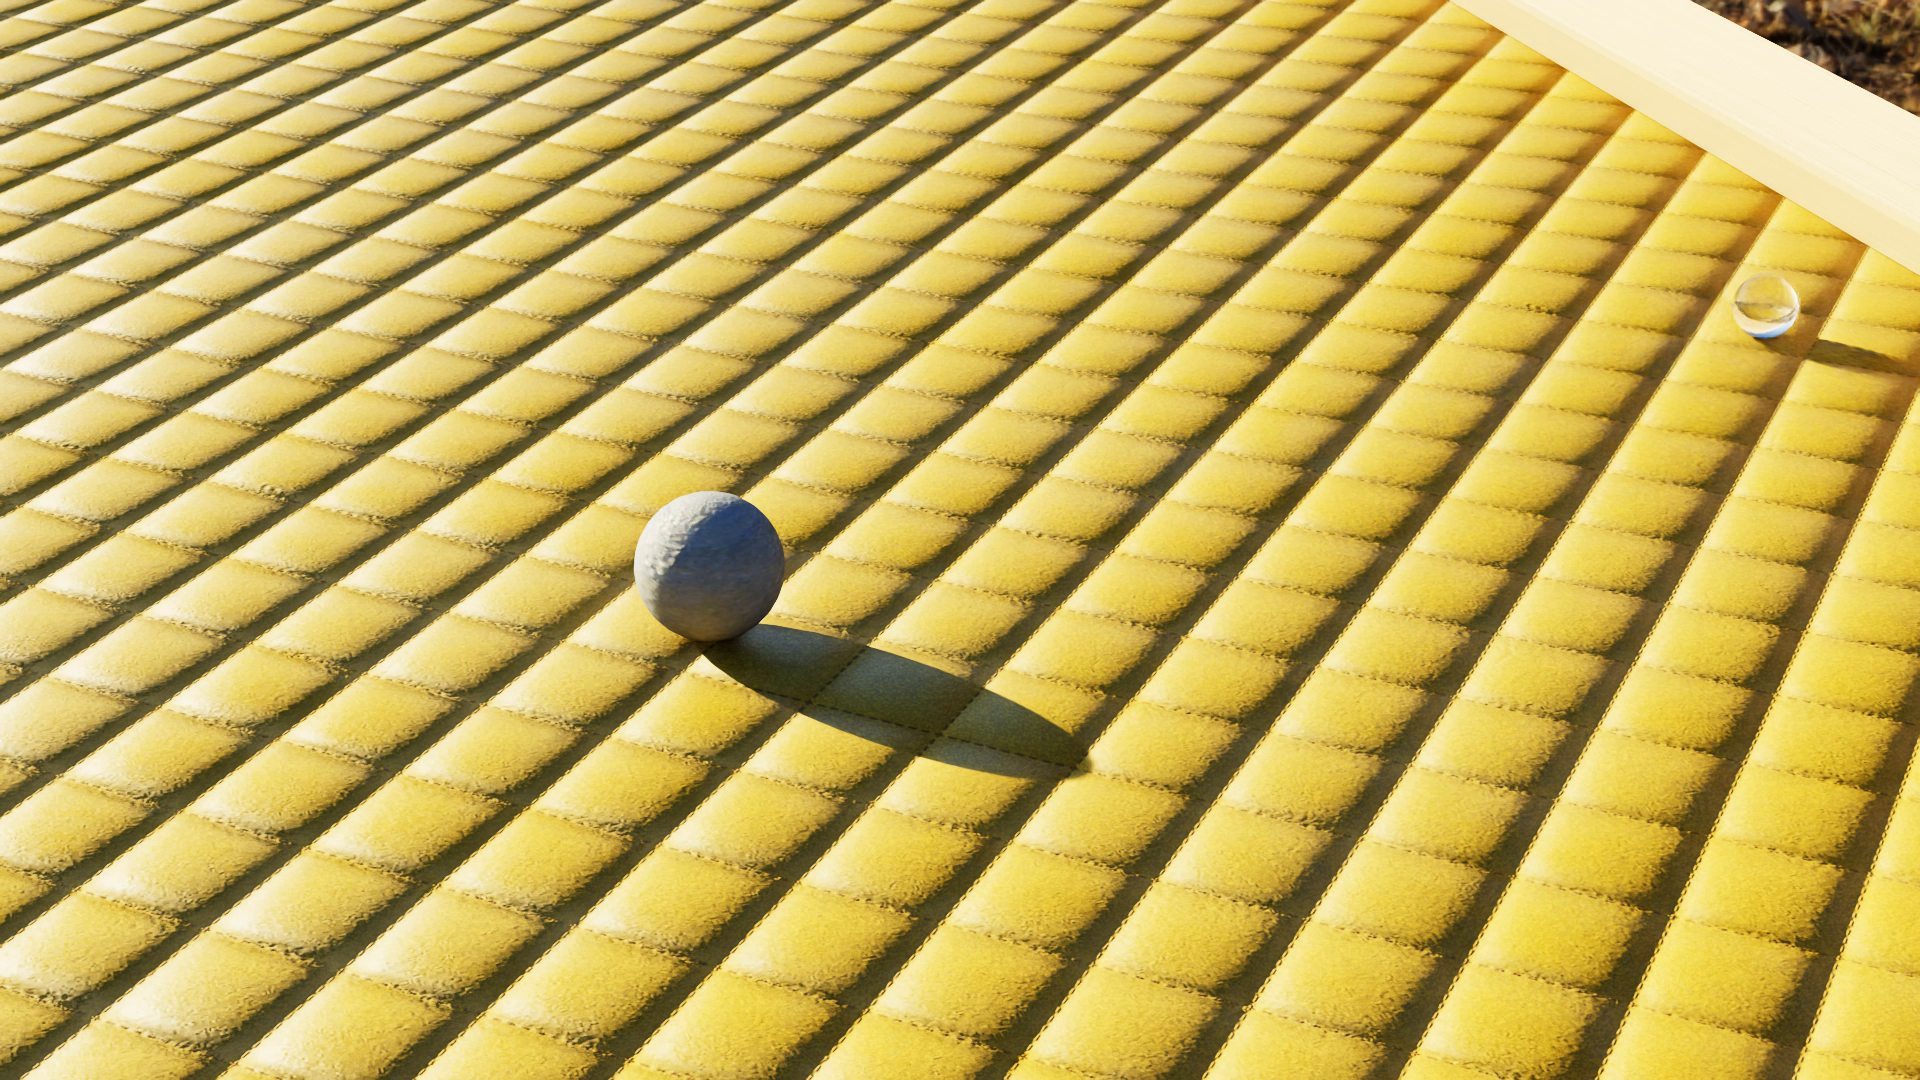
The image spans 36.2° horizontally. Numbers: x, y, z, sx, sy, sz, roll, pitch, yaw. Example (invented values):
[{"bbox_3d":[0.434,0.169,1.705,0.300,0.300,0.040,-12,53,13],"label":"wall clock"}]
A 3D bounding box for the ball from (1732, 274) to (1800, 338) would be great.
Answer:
[{"bbox_3d":[0.627,-0.182,2.290,0.051,0.051,0.051,0,27,0],"label":"ball"}]

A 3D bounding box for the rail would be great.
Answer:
[{"bbox_3d":[0.568,-0.529,2.886,0.045,0.124,3.439,-9,28,-17],"label":"rail"}]

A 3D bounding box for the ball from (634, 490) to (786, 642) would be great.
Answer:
[{"bbox_3d":[-0.158,0.017,1.852,0.095,0.095,0.095,0,27,0],"label":"ball"}]
